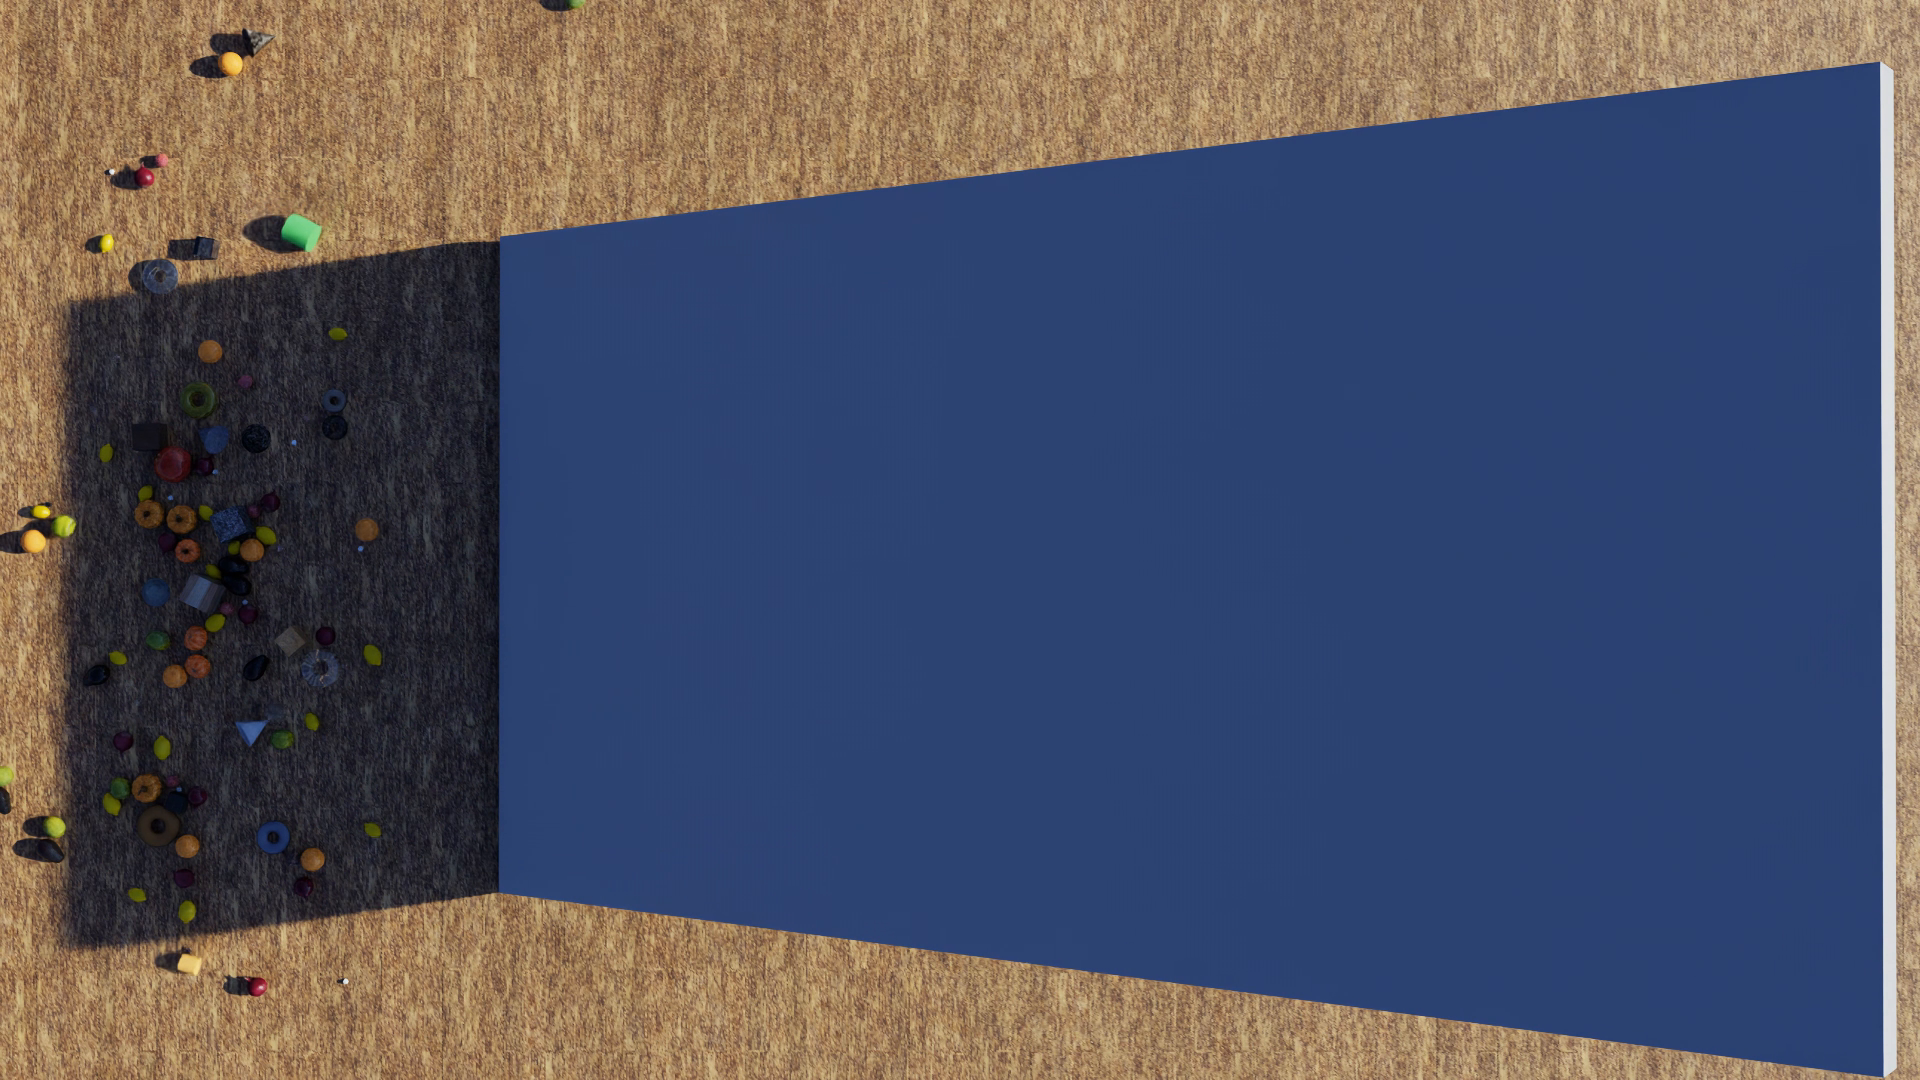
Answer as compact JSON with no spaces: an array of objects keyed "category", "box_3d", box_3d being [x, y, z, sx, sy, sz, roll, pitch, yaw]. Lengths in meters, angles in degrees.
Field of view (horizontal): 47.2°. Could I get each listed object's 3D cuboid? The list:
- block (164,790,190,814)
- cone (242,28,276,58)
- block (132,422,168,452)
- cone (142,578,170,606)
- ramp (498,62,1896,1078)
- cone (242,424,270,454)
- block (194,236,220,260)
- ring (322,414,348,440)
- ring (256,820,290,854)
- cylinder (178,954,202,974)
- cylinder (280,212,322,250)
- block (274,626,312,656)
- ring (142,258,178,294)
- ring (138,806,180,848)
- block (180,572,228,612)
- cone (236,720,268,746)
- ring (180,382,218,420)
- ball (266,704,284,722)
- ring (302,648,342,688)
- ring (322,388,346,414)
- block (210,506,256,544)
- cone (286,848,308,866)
[{"category":"block","box_3d":[-2.402,0.805,6.751,0.052,0.052,0.052,19,90,0]},{"category":"cone","box_3d":[-2.150,-1.542,6.775,0.090,0.090,0.090,-22,90,-27]},{"category":"block","box_3d":[-2.484,-0.315,6.746,0.080,0.080,0.080,-3,90,0]},{"category":"cone","box_3d":[-2.480,0.161,6.739,0.087,0.087,0.087,0,90,0]},{"category":"ramp","box_3d":[0.235,0.066,5.555,4.000,0.100,2.000,0,89,36]},{"category":"cone","box_3d":[-2.172,-0.314,6.740,0.091,0.091,0.091,0,90,0]},{"category":"block","box_3d":[-2.316,-0.899,6.762,0.056,0.056,0.056,10,90,0]},{"category":"ring","box_3d":[-1.926,-0.346,6.773,0.079,0.026,0.079,0,90,-1]},{"category":"ring","box_3d":[-2.110,0.914,6.760,0.103,0.034,0.103,0,90,-1]},{"category":"cylinder","box_3d":[-2.364,1.301,6.748,0.052,0.052,0.052,15,90,0]},{"category":"cylinder","box_3d":[-2.021,-0.946,6.747,0.086,0.086,0.086,29,90,4]},{"category":"block","box_3d":[-2.046,0.310,6.747,0.068,0.068,0.068,-41,90,0]},{"category":"ring","box_3d":[-2.462,-0.812,6.771,0.111,0.037,0.111,0,90,1]},{"category":"ring","box_3d":[-2.463,0.879,6.756,0.130,0.043,0.130,0,90,-1]},{"category":"block","box_3d":[-2.316,0.161,6.737,0.091,0.091,0.091,25,90,0]},{"category":"cone","box_3d":[-2.163,0.575,6.759,0.089,0.089,0.089,-32,90,-27]},{"category":"ring","box_3d":[-2.344,-0.430,6.768,0.117,0.039,0.117,0,91,1]},{"category":"ball","box_3d":[-2.102,0.529,6.751,0.056,0.056,0.056,0,90,0]},{"category":"ring","box_3d":[-1.963,0.394,6.760,0.123,0.041,0.123,0,89,-1]},{"category":"ring","box_3d":[-1.927,-0.428,6.774,0.075,0.025,0.075,0,91,0]},{"category":"block","box_3d":[-2.229,-0.048,6.740,0.088,0.088,0.088,-24,90,0]},{"category":"cone","box_3d":[-2.030,0.985,6.763,0.058,0.058,0.058,33,90,-35]}]
